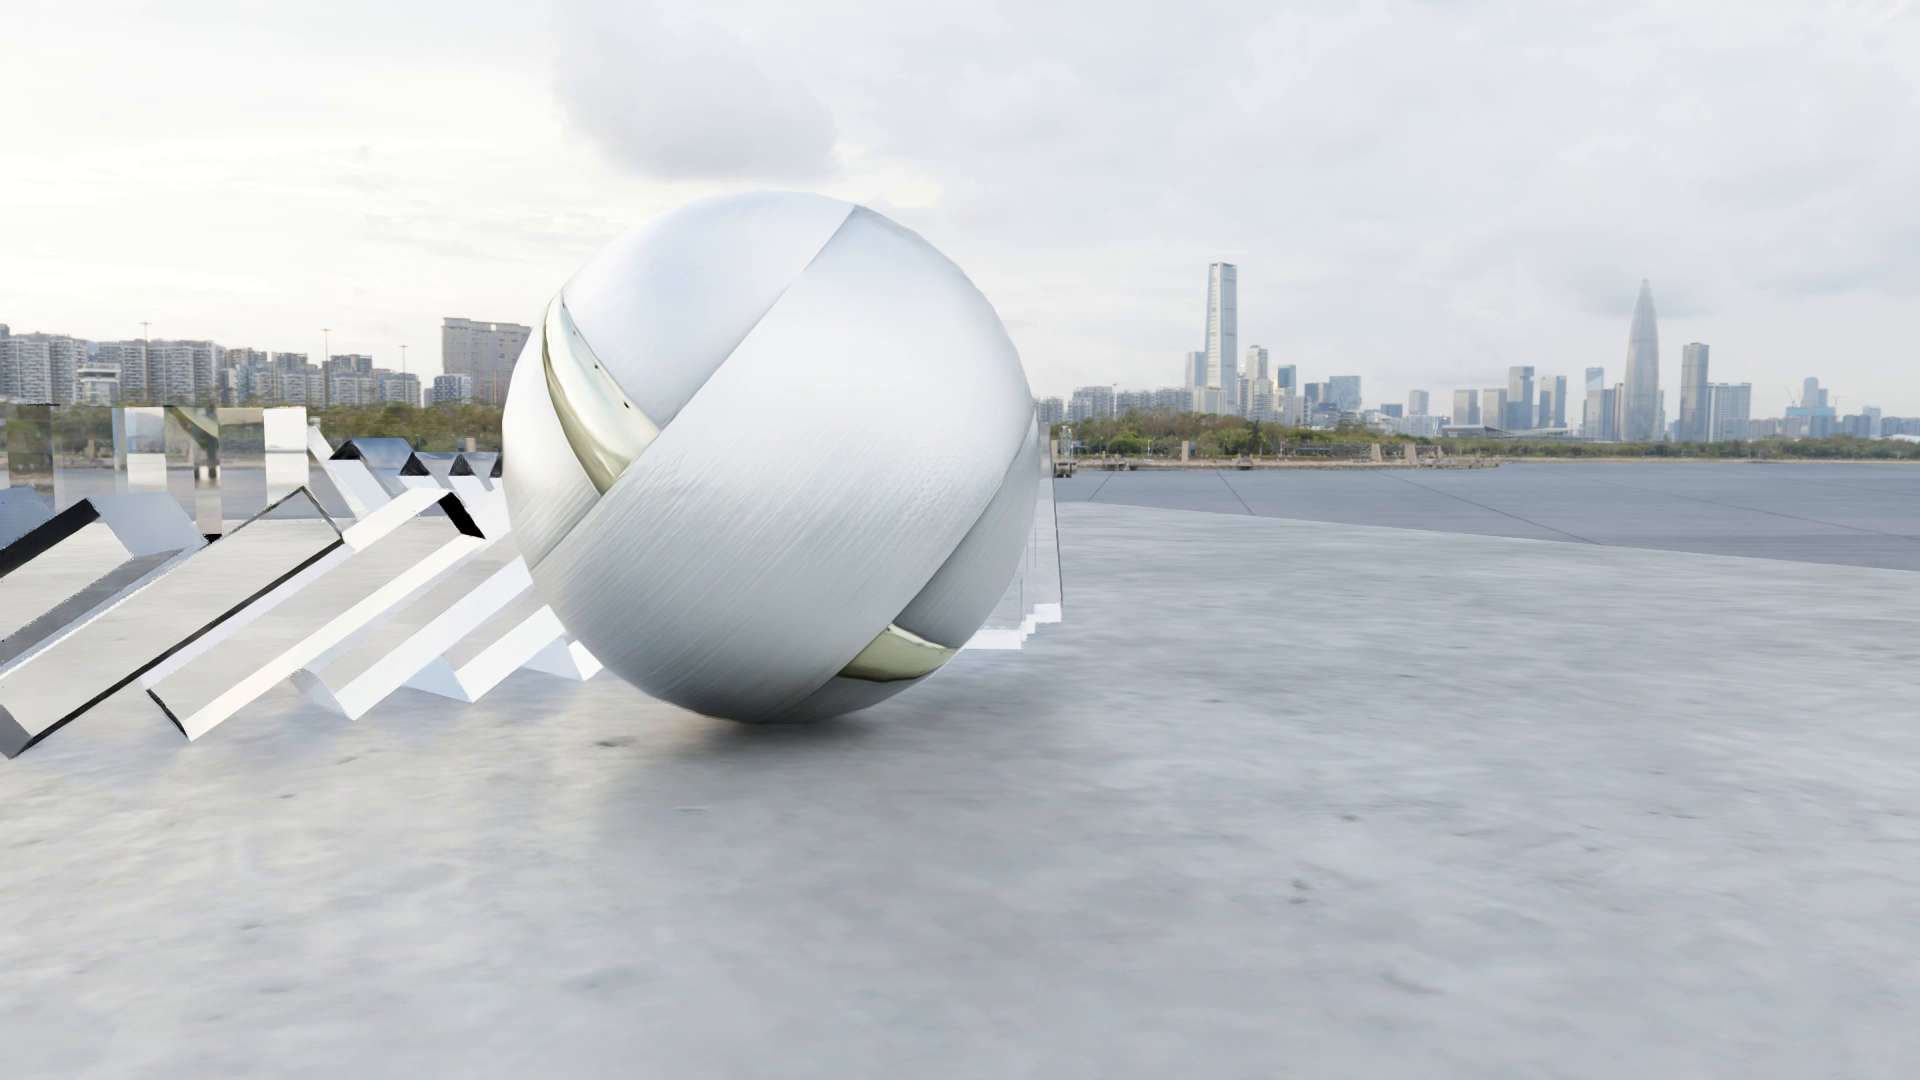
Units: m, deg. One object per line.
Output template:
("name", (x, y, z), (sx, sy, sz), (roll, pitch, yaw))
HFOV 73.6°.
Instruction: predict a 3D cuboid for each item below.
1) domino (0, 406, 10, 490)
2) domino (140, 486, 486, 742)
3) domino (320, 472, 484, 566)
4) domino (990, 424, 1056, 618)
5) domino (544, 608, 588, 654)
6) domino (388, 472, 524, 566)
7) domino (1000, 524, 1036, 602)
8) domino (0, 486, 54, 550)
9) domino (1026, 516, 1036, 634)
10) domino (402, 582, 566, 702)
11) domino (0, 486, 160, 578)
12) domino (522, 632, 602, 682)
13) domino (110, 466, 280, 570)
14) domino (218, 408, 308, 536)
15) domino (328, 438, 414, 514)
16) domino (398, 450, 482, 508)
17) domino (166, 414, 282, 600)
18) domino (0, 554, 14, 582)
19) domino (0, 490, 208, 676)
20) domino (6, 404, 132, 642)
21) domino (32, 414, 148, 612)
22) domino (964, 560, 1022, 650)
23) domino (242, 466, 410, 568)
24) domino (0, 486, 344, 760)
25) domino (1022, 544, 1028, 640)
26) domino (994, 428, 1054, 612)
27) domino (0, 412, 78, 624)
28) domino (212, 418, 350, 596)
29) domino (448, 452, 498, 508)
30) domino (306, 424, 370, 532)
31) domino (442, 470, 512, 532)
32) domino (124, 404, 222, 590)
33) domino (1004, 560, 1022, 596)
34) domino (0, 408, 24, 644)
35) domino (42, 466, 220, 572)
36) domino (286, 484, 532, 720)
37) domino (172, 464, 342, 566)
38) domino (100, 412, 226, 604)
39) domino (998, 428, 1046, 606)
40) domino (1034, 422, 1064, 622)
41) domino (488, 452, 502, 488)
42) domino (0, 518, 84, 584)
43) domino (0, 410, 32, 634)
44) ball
("domino", (-0.194, -0.002, 0.256), (0.009, 0.050, 0.025), (1, 4, 12))
("domino", (-0.102, 0.010, 0.203), (0.050, 0.009, 0.025), (-40, 25, -27))
("domino", (-0.197, -0.008, 0.455), (0.050, 0.009, 0.025), (28, 1, -8))
("domino", (0.010, -0.005, 0.321), (0.025, 0.050, 0.009), (-1, -29, 0))
("domino", (-0.069, 0.005, 0.277), (0.025, 0.009, 0.050), (0, 35, 2))
("domino", (-0.175, -0.008, 0.459), (0.050, 0.009, 0.025), (28, 4, -2))
("domino", (0.008, -0.007, 0.355), (0.025, 0.050, 0.010), (0, -30, 0))
("domino", (-0.151, 0.011, 0.173), (0.050, 0.009, 0.025), (-33, 7, 1))
("domino", (0.005, -0.003, 0.298), (0.025, 0.050, 0.010), (0, -29, 4))
("domino", (-0.077, 0.009, 0.233), (0.025, 0.009, 0.050), (4, 35, 40))
("domino", (-0.282, -0.004, 0.403), (0.025, 0.010, 0.050), (5, -22, 47))
("domino", (-0.065, 0.007, 0.251), (0.025, 0.009, 0.050), (6, 36, 36))
("domino", (-0.254, -0.007, 0.429), (0.050, 0.009, 0.025), (34, -13, -24))
("domino", (-0.152, -0.003, 0.276), (0.025, 0.050, 0.009), (2, 5, 27))
("domino", (-0.159, -0.008, 0.377), (0.009, 0.050, 0.025), (-41, -4, 12))
("domino", (-0.138, -0.006, 0.375), (0.050, 0.010, 0.025), (46, 22, 17))
("domino", (-0.205, -0.009, 0.358), (0.009, 0.050, 0.025), (-24, 15, -25))
("domino", (-0.302, -0.002, 0.364), (0.025, 0.010, 0.050), (2, -26, 30))
("domino", (-0.134, 0.011, 0.178), (0.050, 0.009, 0.025), (-34, 9, -6))
("domino", (-0.176, -0.002, 0.256), (0.009, 0.050, 0.025), (-1, 4, -7))
("domino", (-0.224, -0.007, 0.330), (0.025, 0.050, 0.009), (2, 6, 22))
("domino", (0.001, -0.002, 0.275), (0.025, 0.050, 0.009), (0, -29, 4))
("domino", (-0.220, -0.008, 0.447), (0.050, 0.009, 0.025), (32, -4, -13))
("domino", (-0.117, 0.010, 0.190), (0.050, 0.009, 0.025), (-38, 19, -19))
("domino", (0.003, -0.002, 0.286), (0.025, 0.050, 0.010), (0, -29, 4))
("domino", (0.011, -0.006, 0.332), (0.025, 0.050, 0.009), (0, -29, 1))
("domino", (-0.229, -0.006, 0.309), (0.025, 0.050, 0.010), (0, 4, 6))
("domino", (-0.193, -0.010, 0.366), (0.010, 0.050, 0.025), (-27, 12, -15))
("domino", (-0.123, -0.005, 0.370), (0.050, 0.009, 0.025), (49, 28, 23))
("domino", (-0.179, -0.009, 0.371), (0.009, 0.050, 0.025), (-32, 11, -10))
("domino", (-0.156, -0.009, 0.460), (0.050, 0.009, 0.025), (29, 3, 1))
("domino", (-0.160, -0.002, 0.262), (0.025, 0.050, 0.010), (4, 6, 42))
("domino", (0.006, -0.007, 0.371), (0.025, 0.010, 0.050), (3, 49, 1))
("domino", (-0.213, -0.003, 0.269), (0.025, 0.050, 0.009), (-4, 6, -42))
("domino", (-0.269, -0.007, 0.418), (0.050, 0.009, 0.025), (36, -15, -28))
("domino", (-0.088, 0.008, 0.217), (0.025, 0.009, 0.050), (6, 41, 46))
("domino", (-0.239, -0.008, 0.439), (0.050, 0.010, 0.025), (33, -10, -18))
("domino", (-0.216, -0.009, 0.347), (0.025, 0.050, 0.009), (4, 21, 45))
("domino", (0.010, -0.007, 0.343), (0.025, 0.050, 0.009), (0, -30, 1))
("domino", (0.010, -0.005, 0.309), (0.025, 0.050, 0.010), (-2, -29, 0))
("domino", (-0.110, -0.005, 0.361), (0.025, 0.010, 0.050), (-5, 48, -48))
("domino", (-0.293, -0.003, 0.382), (0.025, 0.009, 0.050), (3, -25, 34))
("domino", (-0.226, -0.004, 0.288), (0.025, 0.050, 0.010), (-2, 5, -23))
("ball", (-0.028, -0.012, 0.196), (0.080, 0.080, 0.080), (0, 4, 0))
